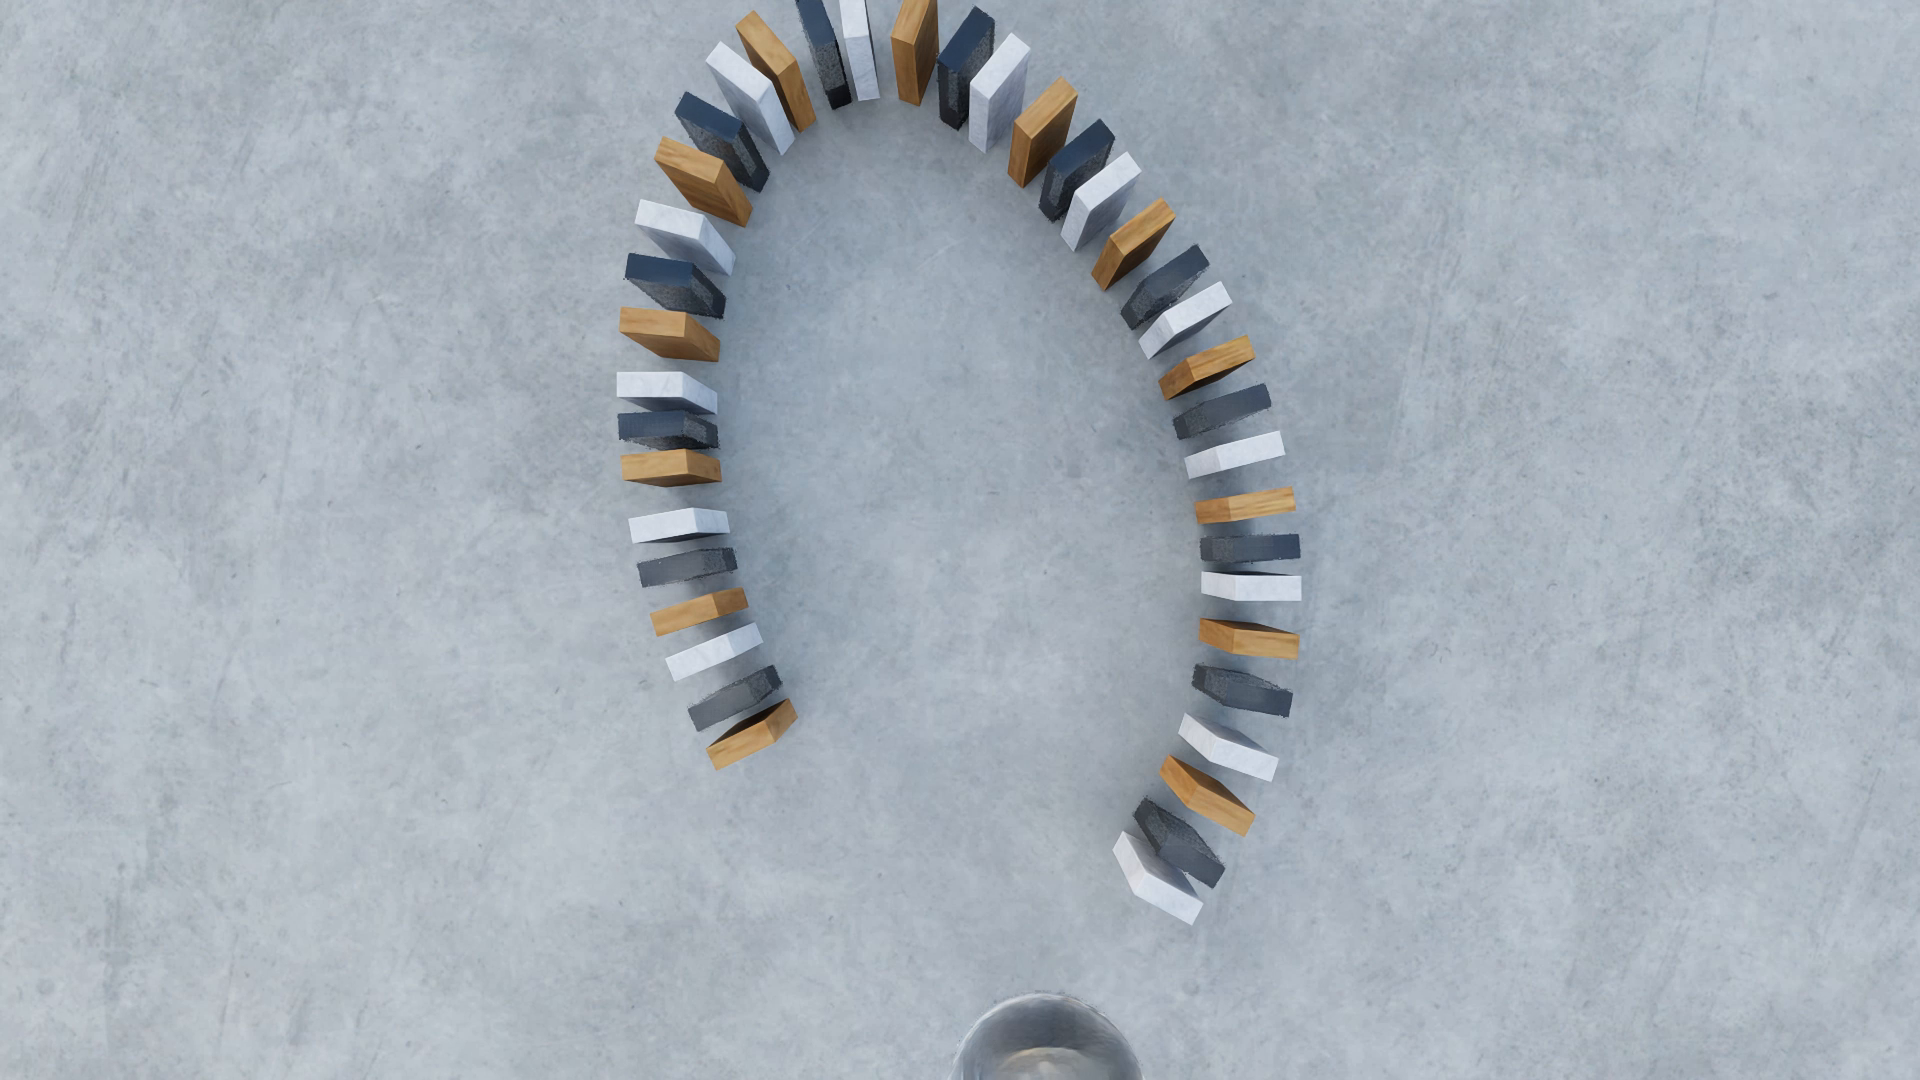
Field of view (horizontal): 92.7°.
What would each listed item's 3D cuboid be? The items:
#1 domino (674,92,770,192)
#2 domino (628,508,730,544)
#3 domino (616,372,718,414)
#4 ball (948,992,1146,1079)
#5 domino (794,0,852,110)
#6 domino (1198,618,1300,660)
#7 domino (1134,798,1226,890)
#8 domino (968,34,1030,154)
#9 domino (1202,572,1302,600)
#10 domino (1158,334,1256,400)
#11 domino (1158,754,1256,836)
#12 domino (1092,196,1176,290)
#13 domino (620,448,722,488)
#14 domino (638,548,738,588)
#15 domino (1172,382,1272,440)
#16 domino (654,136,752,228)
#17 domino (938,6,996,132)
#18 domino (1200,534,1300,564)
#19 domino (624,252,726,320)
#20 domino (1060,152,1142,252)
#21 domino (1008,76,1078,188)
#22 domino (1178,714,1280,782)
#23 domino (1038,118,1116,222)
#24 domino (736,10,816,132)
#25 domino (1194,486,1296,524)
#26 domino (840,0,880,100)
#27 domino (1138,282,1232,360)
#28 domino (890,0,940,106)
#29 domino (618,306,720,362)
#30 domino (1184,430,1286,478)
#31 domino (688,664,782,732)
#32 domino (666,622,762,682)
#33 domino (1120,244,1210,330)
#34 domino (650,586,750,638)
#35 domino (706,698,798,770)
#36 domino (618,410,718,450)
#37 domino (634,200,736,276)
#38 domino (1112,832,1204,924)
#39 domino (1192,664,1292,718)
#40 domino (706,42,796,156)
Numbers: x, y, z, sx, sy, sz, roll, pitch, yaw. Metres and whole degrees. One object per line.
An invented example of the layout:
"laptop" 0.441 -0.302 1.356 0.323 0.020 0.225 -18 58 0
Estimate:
"domino" -0.096 -0.161 0.375 0.025 0.050 0.009 28 90 0
"domino" -0.114 -0.006 0.375 0.025 0.050 0.009 -10 90 0
"domino" -0.119 -0.059 0.375 0.025 0.050 0.010 0 90 0
"ball" 0.034 0.222 0.360 0.080 0.080 0.080 0 90 0
"domino" -0.056 -0.201 0.375 0.010 0.050 0.025 -21 90 0
"domino" 0.117 0.040 0.375 0.025 0.050 0.009 5 90 0
"domino" 0.089 0.123 0.375 0.025 0.050 0.009 32 90 0
"domino" 0.015 -0.181 0.375 0.010 0.050 0.025 39 90 0
"domino" 0.118 0.018 0.375 0.025 0.050 0.009 0 90 0
"domino" 0.100 -0.070 0.375 0.025 0.050 0.009 -21 90 0
"domino" 0.100 0.104 0.375 0.025 0.050 0.010 28 90 0
"domino" 0.070 -0.120 0.375 0.025 0.050 0.009 -37 90 0
"domino" -0.117 -0.029 0.375 0.025 0.050 0.009 -6 90 0
"domino" -0.110 0.011 0.375 0.025 0.050 0.010 -13 90 0
"domino" 0.106 -0.052 0.375 0.025 0.050 0.010 -18 90 0
"domino" -0.104 -0.145 0.375 0.025 0.050 0.010 22 90 0
"domino" 0.002 -0.191 0.375 0.010 0.050 0.025 35 90 0
"domino" 0.117 0.003 0.375 0.025 0.050 0.010 -4 90 0
"domino" -0.115 -0.103 0.375 0.025 0.050 0.010 9 90 0
"domino" 0.057 -0.137 0.375 0.025 0.050 0.010 -37 90 0
"domino" 0.033 -0.165 0.375 0.025 0.050 0.009 -44 90 0
"domino" 0.109 0.084 0.375 0.025 0.050 0.009 19 90 0
"domino" 0.047 -0.150 0.375 0.025 0.050 0.010 -39 90 0
"domino" -0.074 -0.190 0.375 0.010 0.050 0.025 -41 90 0
"domino" 0.115 -0.014 0.375 0.025 0.050 0.010 -9 90 0
"domino" -0.041 -0.205 0.375 0.009 0.050 0.025 -7 90 0
"domino" 0.091 -0.089 0.375 0.025 0.050 0.009 -29 90 0
"domino" -0.018 -0.203 0.375 0.009 0.050 0.025 20 90 0
"domino" -0.118 -0.083 0.375 0.025 0.050 0.009 5 90 0
"domino" 0.111 -0.034 0.375 0.025 0.050 0.010 -14 90 0
"domino" -0.091 0.064 0.375 0.025 0.050 0.010 -25 90 0
"domino" -0.099 0.045 0.375 0.025 0.050 0.009 -22 90 0
"domino" 0.083 -0.102 0.375 0.025 0.050 0.009 -34 90 0
"domino" -0.105 0.029 0.375 0.025 0.050 0.010 -18 90 0
"domino" -0.084 0.079 0.375 0.025 0.050 0.010 -26 90 0
"domino" -0.118 -0.044 0.375 0.025 0.050 0.010 -3 90 0
"domino" -0.111 -0.123 0.375 0.025 0.050 0.010 14 90 0
"domino" 0.080 0.137 0.375 0.025 0.050 0.010 28 90 0
"domino" 0.114 0.061 0.375 0.025 0.050 0.010 10 90 0
"domino" -0.085 -0.179 0.375 0.025 0.050 0.010 38 90 0
